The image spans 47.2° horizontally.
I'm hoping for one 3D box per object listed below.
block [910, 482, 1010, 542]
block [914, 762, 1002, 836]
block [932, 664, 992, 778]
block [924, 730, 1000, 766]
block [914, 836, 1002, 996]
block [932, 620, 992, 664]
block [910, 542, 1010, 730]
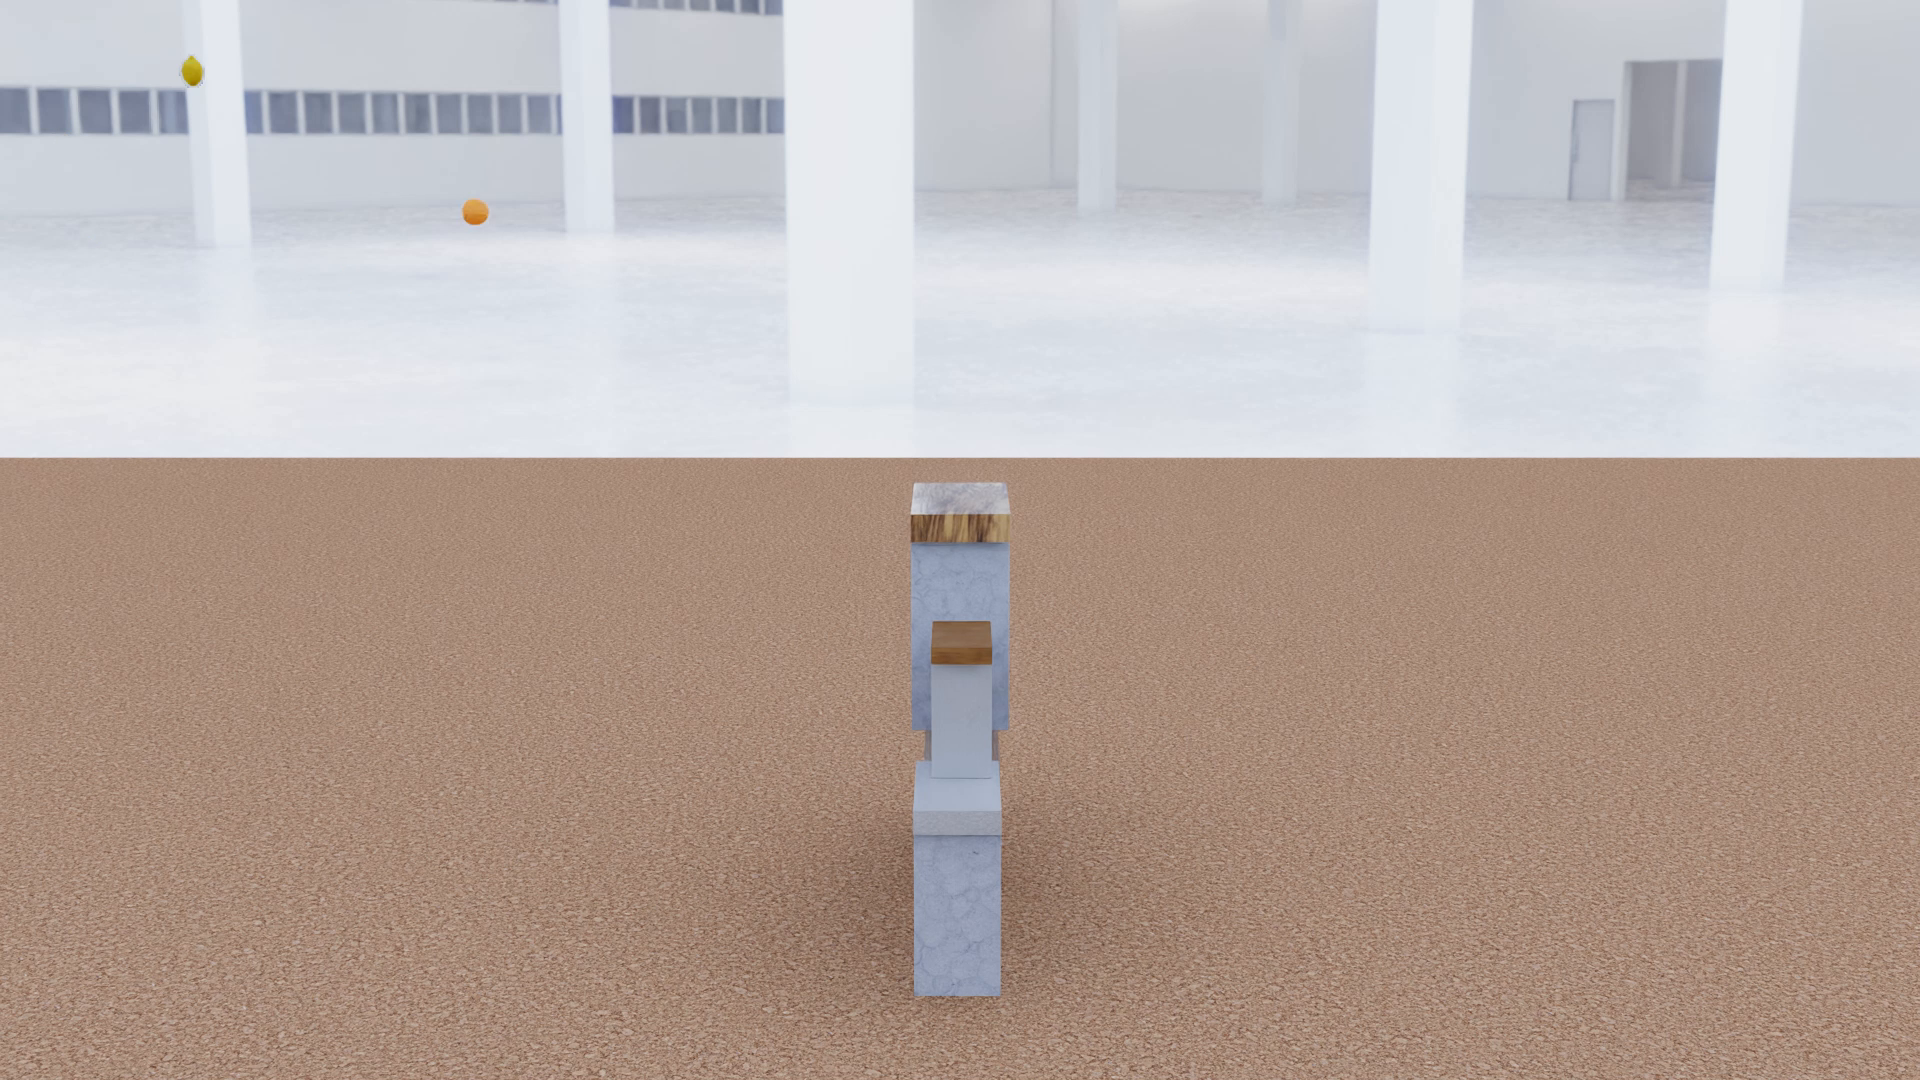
[{"bbox_3d":[0.001,-0.049,3.717,0.162,0.046,0.323,0,11,0],"label":"block"},{"bbox_3d":[-0.004,0.384,3.287,0.127,0.036,0.255,0,11,0],"label":"block"},{"bbox_3d":[0.002,0.268,3.313,0.090,0.181,0.026,0,11,0],"label":"block"},{"bbox_3d":[0.003,0.354,3.537,0.120,0.034,0.239,0,11,0],"label":"block"},{"bbox_3d":[-0.004,0.542,3.230,0.127,0.255,0.036,0,11,0],"label":"block"},{"bbox_3d":[0.002,0.156,3.353,0.090,0.026,0.181,0,11,0],"label":"block"},{"bbox_3d":[0.001,0.153,3.643,0.162,0.323,0.046,0,10,0],"label":"block"}]
